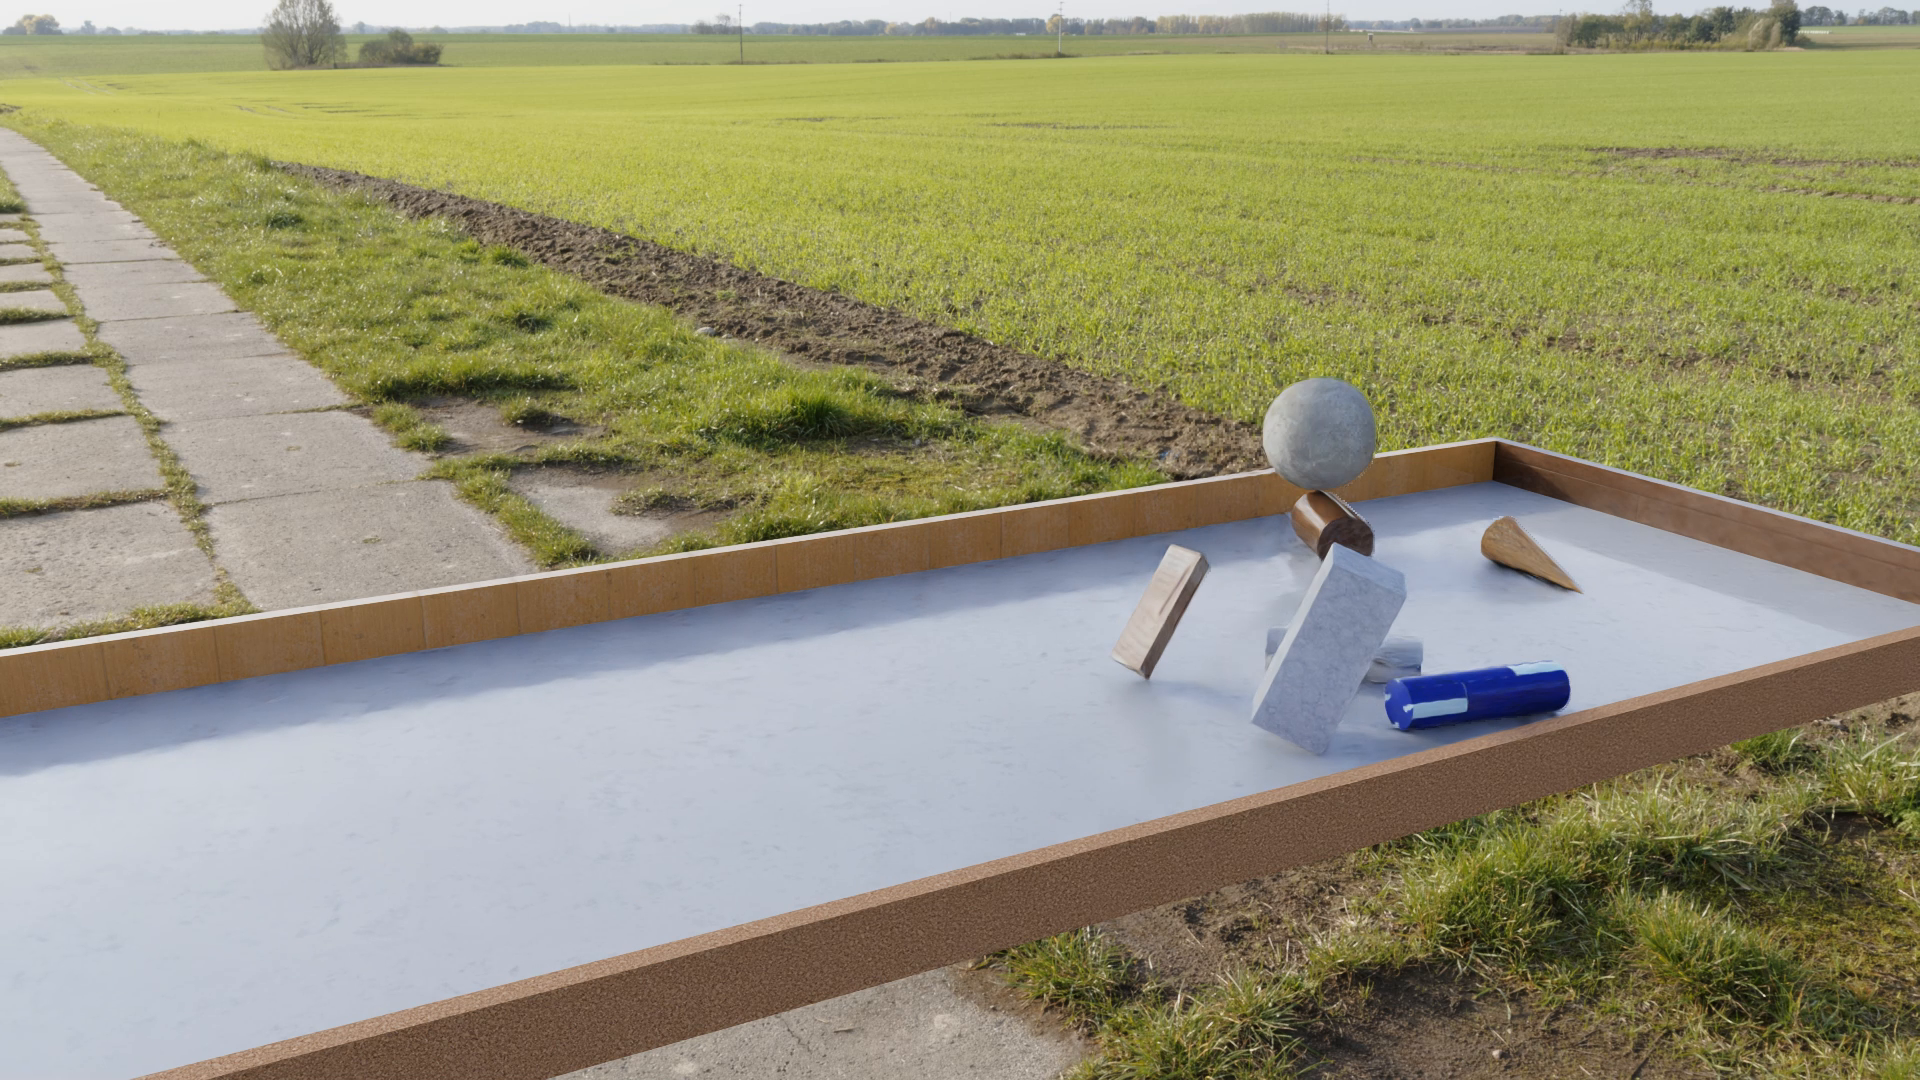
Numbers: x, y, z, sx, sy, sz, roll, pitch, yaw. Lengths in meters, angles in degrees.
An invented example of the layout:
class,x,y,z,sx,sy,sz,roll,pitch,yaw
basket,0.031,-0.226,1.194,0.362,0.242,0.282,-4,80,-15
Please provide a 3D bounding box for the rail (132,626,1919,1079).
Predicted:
class,x,y,z,sx,sy,sz,roll,pitch,yaw
rail,-2.336,1.006,1.665,12.000,0.150,0.050,-9,18,-27

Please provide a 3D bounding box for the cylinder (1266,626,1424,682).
class,x,y,z,sx,sy,sz,roll,pitch,yaw
cylinder,0.968,0.291,4.160,0.380,0.116,0.116,4,17,15

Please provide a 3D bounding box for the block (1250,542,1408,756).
class,x,y,z,sx,sy,sz,roll,pitch,yaw
block,0.829,0.244,3.722,0.173,0.418,0.173,25,20,5

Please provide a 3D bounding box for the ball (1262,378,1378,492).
class,x,y,z,sx,sy,sz,roll,pitch,yaw
ball,1.144,-0.336,5.245,0.360,0.360,0.360,0,16,0

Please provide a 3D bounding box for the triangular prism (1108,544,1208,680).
class,x,y,z,sx,sy,sz,roll,pitch,yaw
triangular prism,0.496,0.173,4.143,0.100,0.329,0.115,27,-7,21

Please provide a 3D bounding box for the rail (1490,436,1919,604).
class,x,y,z,sx,sy,sz,roll,pitch,yaw
rail,2.466,-0.048,5.253,0.050,0.150,2.100,-9,18,-27

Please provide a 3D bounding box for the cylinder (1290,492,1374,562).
class,x,y,z,sx,sy,sz,roll,pitch,yaw
cylinder,1.156,-0.030,5.136,0.171,0.171,0.349,-1,15,-2

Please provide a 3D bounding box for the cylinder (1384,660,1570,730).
class,x,y,z,sx,sy,sz,roll,pitch,yaw
cylinder,1.223,0.365,3.900,0.425,0.121,0.121,-5,17,-16

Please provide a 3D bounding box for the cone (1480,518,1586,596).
class,x,y,z,sx,sy,sz,roll,pitch,yaw
cone,1.748,0.079,4.960,0.142,0.142,0.384,-7,28,-22

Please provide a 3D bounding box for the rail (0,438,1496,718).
class,x,y,z,sx,sy,sz,roll,pitch,yaw
rail,-3.305,0.497,3.399,12.000,0.150,0.050,-9,18,-27
